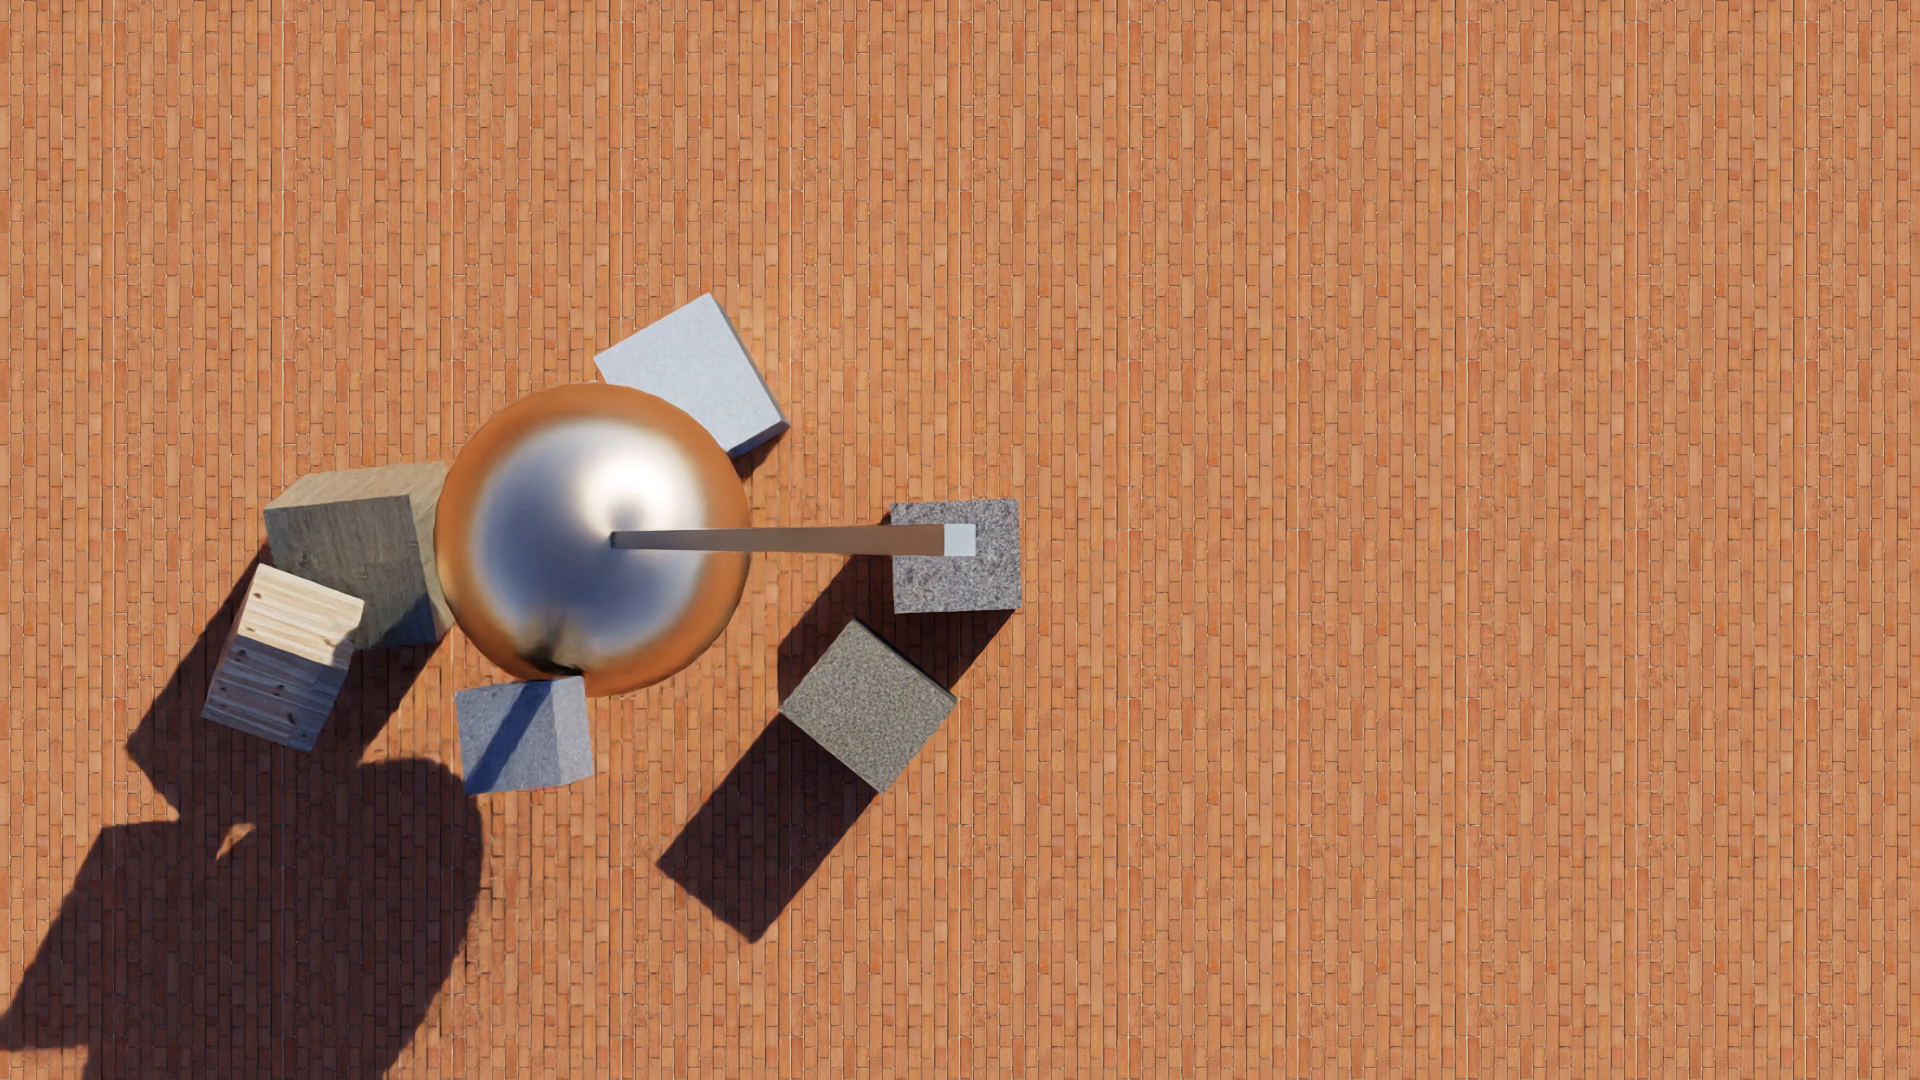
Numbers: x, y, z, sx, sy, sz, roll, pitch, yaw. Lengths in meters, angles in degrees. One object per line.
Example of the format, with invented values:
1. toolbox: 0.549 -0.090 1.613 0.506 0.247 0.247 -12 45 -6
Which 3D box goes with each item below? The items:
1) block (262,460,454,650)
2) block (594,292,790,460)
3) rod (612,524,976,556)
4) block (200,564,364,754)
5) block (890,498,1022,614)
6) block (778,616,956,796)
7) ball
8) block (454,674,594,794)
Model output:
1. block: -3.349 0.094 12.493 0.821 0.748 0.859 -6 106 4
2. block: -1.525 -0.844 12.647 0.746 0.706 0.825 -30 90 0
3. rod: -0.803 0.000 7.917 0.080 5.200 0.080 0 90 -18
4. block: -3.634 0.631 11.828 0.592 0.712 0.567 22 115 -19
5. block: -0.020 0.090 12.707 0.723 0.585 0.623 -2 90 0
6. block: -0.520 0.941 12.666 0.760 0.667 0.653 39 90 0
7. ball: -1.854 0.000 11.151 1.600 1.600 1.600 0 90 0
8. block: -2.075 0.926 10.499 0.475 0.461 0.487 -6 89 9
